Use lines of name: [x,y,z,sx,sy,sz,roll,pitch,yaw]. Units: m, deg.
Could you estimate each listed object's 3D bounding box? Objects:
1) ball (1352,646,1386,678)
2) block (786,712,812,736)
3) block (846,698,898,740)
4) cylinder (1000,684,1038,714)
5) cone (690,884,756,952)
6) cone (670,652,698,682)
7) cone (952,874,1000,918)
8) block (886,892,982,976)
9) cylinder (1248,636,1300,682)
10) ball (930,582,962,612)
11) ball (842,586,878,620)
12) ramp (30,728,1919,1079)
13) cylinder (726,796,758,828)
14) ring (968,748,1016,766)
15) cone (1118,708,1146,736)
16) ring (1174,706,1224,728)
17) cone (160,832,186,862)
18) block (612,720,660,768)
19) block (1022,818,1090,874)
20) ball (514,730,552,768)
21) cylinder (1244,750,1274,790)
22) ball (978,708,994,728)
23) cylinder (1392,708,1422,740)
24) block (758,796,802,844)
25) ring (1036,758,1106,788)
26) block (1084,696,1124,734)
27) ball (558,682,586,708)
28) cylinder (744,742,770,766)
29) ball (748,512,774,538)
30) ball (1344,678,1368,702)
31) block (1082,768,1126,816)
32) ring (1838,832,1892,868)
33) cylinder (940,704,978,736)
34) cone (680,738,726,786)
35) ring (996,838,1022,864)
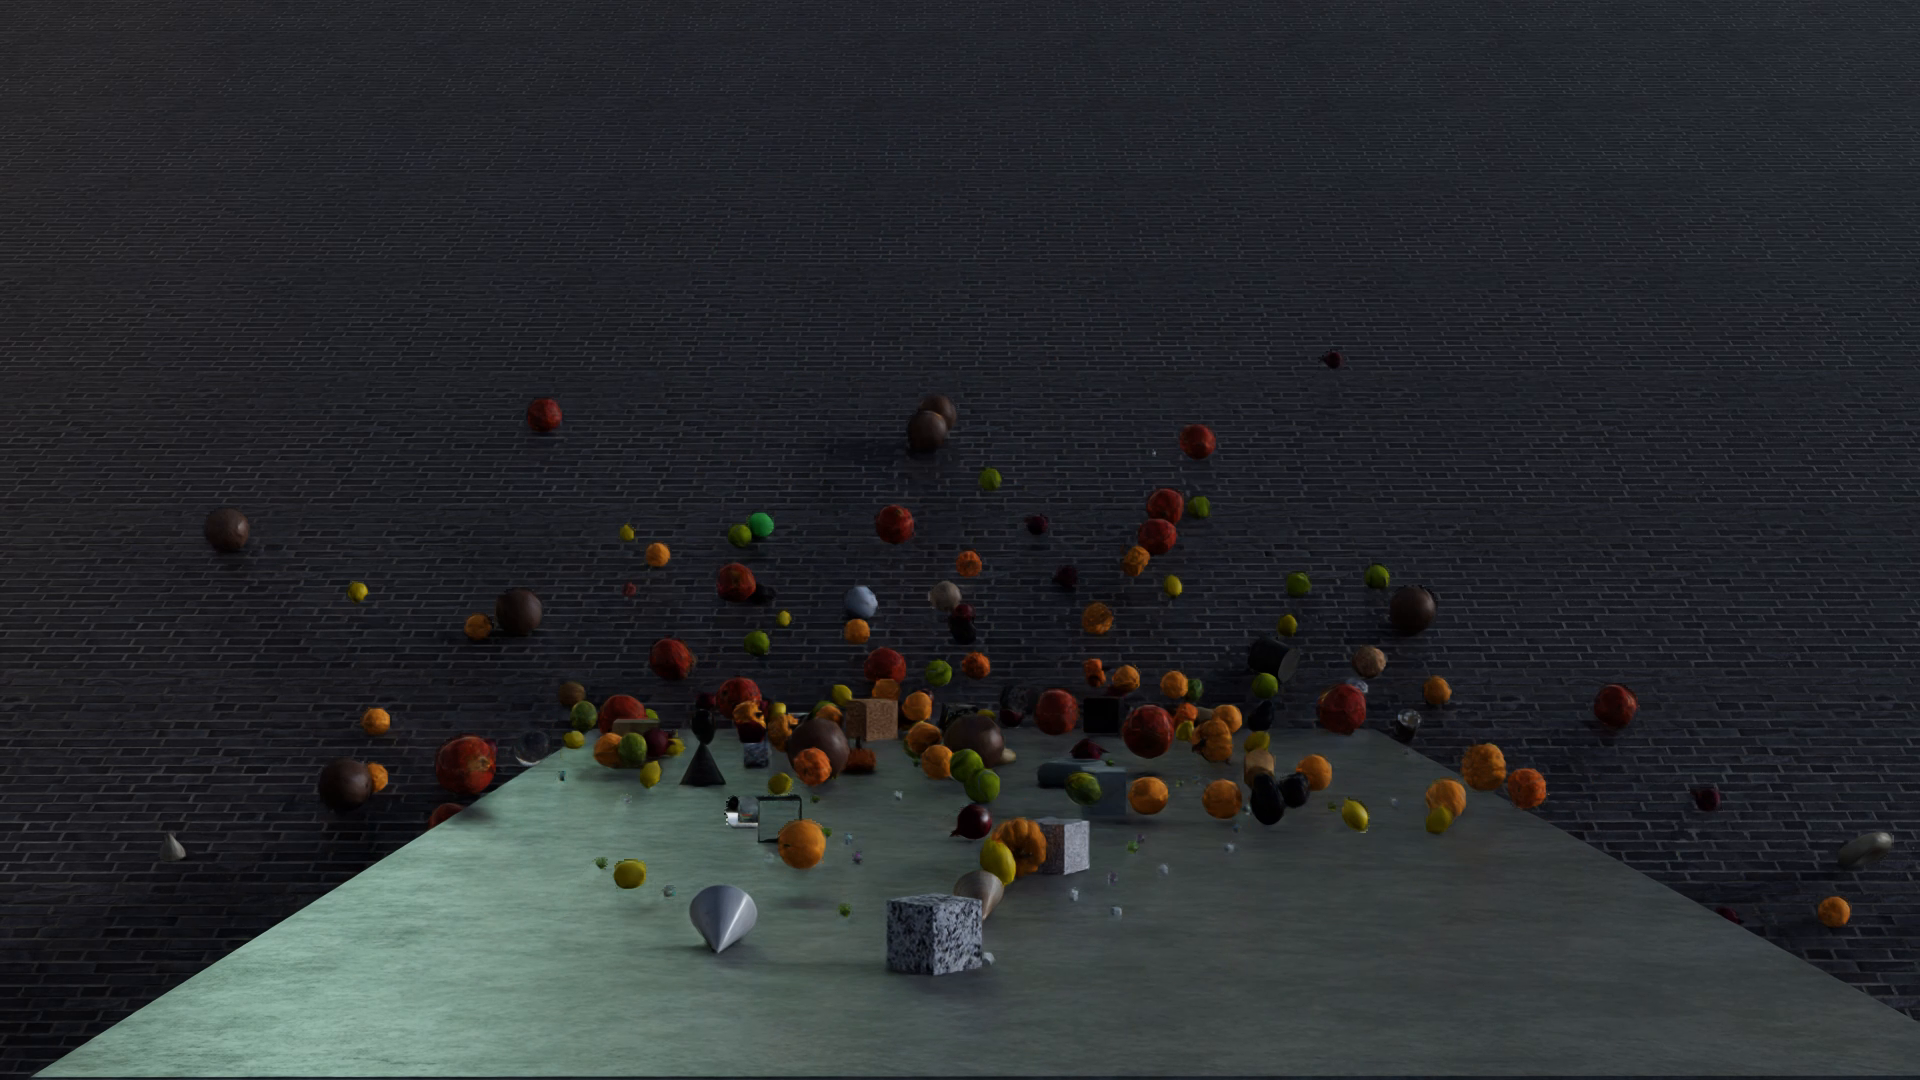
ball: [1.090,0.326,6.882,0.087,0.087,0.087,0,28,0]
block: [-0.401,0.459,6.438,0.054,0.054,0.054,0,1,9]
block: [-0.216,0.441,6.363,0.092,0.092,0.092,-1,1,-34]
cylinder: [0.125,0.338,5.474,0.057,0.057,0.057,9,28,30]
cone: [-0.311,0.510,3.350,0.089,0.089,0.089,0,27,0]
cone: [-0.749,0.354,7.002,0.074,0.074,0.074,-3,55,-5]
cone: [0.029,0.510,3.592,0.072,0.072,0.072,-5,15,-10]
block: [-0.032,0.489,3.216,0.083,0.083,0.083,-1,1,-45]
cylinder: [0.849,0.321,6.981,0.099,0.099,0.099,24,36,36]
ball: [-0.037,0.148,6.774,0.081,0.081,0.081,0,28,0]
ball: [-0.281,0.178,7.272,0.096,0.096,0.096,0,28,0]
ramp: [0.062,0.562,4.600,2.000,0.100,4.000,0,1,0]
cylinder: [-0.378,0.483,4.587,0.054,0.054,0.054,4,22,-34]
ring: [0.071,0.479,5.713,0.105,0.035,0.105,-1,0,0]
cone: [0.428,0.448,6.431,0.075,0.075,0.075,0,1,0]
ring: [0.619,0.457,6.668,0.130,0.043,0.130,11,-9,2]
cone: [-1.908,0.732,6.246,0.065,0.065,0.065,0,28,0]
block: [-0.710,0.447,5.673,0.099,0.099,0.099,0,1,-4]
block: [0.151,0.481,4.067,0.077,0.077,0.077,0,1,33]
ball: [-0.984,0.481,5.956,0.088,0.088,0.088,0,28,0]
cylinder: [0.584,0.449,5.045,0.058,0.058,0.058,2,32,5]
ball: [0.064,0.467,6.756,0.051,0.051,0.051,0,28,0]
cylinder: [1.162,0.479,6.711,0.062,0.062,0.062,3,53,-4]
block: [-0.310,0.478,4.426,0.072,0.072,0.072,0,1,-7]
ring: [0.231,0.478,5.294,0.149,0.050,0.149,-1,1,0]
block: [0.363,0.441,6.532,0.086,0.086,0.086,0,1,12]
ball: [-1.030,0.411,6.853,0.071,0.071,0.071,0,28,0]
cylinder: [-0.444,0.469,5.650,0.054,0.054,0.054,1,28,3]
ball: [-0.596,-0.043,7.712,0.078,0.078,0.078,0,28,0]
ball: [1.054,0.398,6.885,0.065,0.065,0.065,0,28,0]
block: [0.268,0.468,4.822,0.080,0.080,0.080,0,1,3]
ring: [2.160,0.741,6.166,0.136,0.136,0.045,-11,61,-20]
cylinder: [-0.002,0.446,6.388,0.078,0.078,0.078,1,27,-12]
cone: [-0.530,0.455,5.326,0.093,0.093,0.093,0,1,0]
ring: [0.108,0.501,4.159,0.104,0.035,0.104,1,0,0]
